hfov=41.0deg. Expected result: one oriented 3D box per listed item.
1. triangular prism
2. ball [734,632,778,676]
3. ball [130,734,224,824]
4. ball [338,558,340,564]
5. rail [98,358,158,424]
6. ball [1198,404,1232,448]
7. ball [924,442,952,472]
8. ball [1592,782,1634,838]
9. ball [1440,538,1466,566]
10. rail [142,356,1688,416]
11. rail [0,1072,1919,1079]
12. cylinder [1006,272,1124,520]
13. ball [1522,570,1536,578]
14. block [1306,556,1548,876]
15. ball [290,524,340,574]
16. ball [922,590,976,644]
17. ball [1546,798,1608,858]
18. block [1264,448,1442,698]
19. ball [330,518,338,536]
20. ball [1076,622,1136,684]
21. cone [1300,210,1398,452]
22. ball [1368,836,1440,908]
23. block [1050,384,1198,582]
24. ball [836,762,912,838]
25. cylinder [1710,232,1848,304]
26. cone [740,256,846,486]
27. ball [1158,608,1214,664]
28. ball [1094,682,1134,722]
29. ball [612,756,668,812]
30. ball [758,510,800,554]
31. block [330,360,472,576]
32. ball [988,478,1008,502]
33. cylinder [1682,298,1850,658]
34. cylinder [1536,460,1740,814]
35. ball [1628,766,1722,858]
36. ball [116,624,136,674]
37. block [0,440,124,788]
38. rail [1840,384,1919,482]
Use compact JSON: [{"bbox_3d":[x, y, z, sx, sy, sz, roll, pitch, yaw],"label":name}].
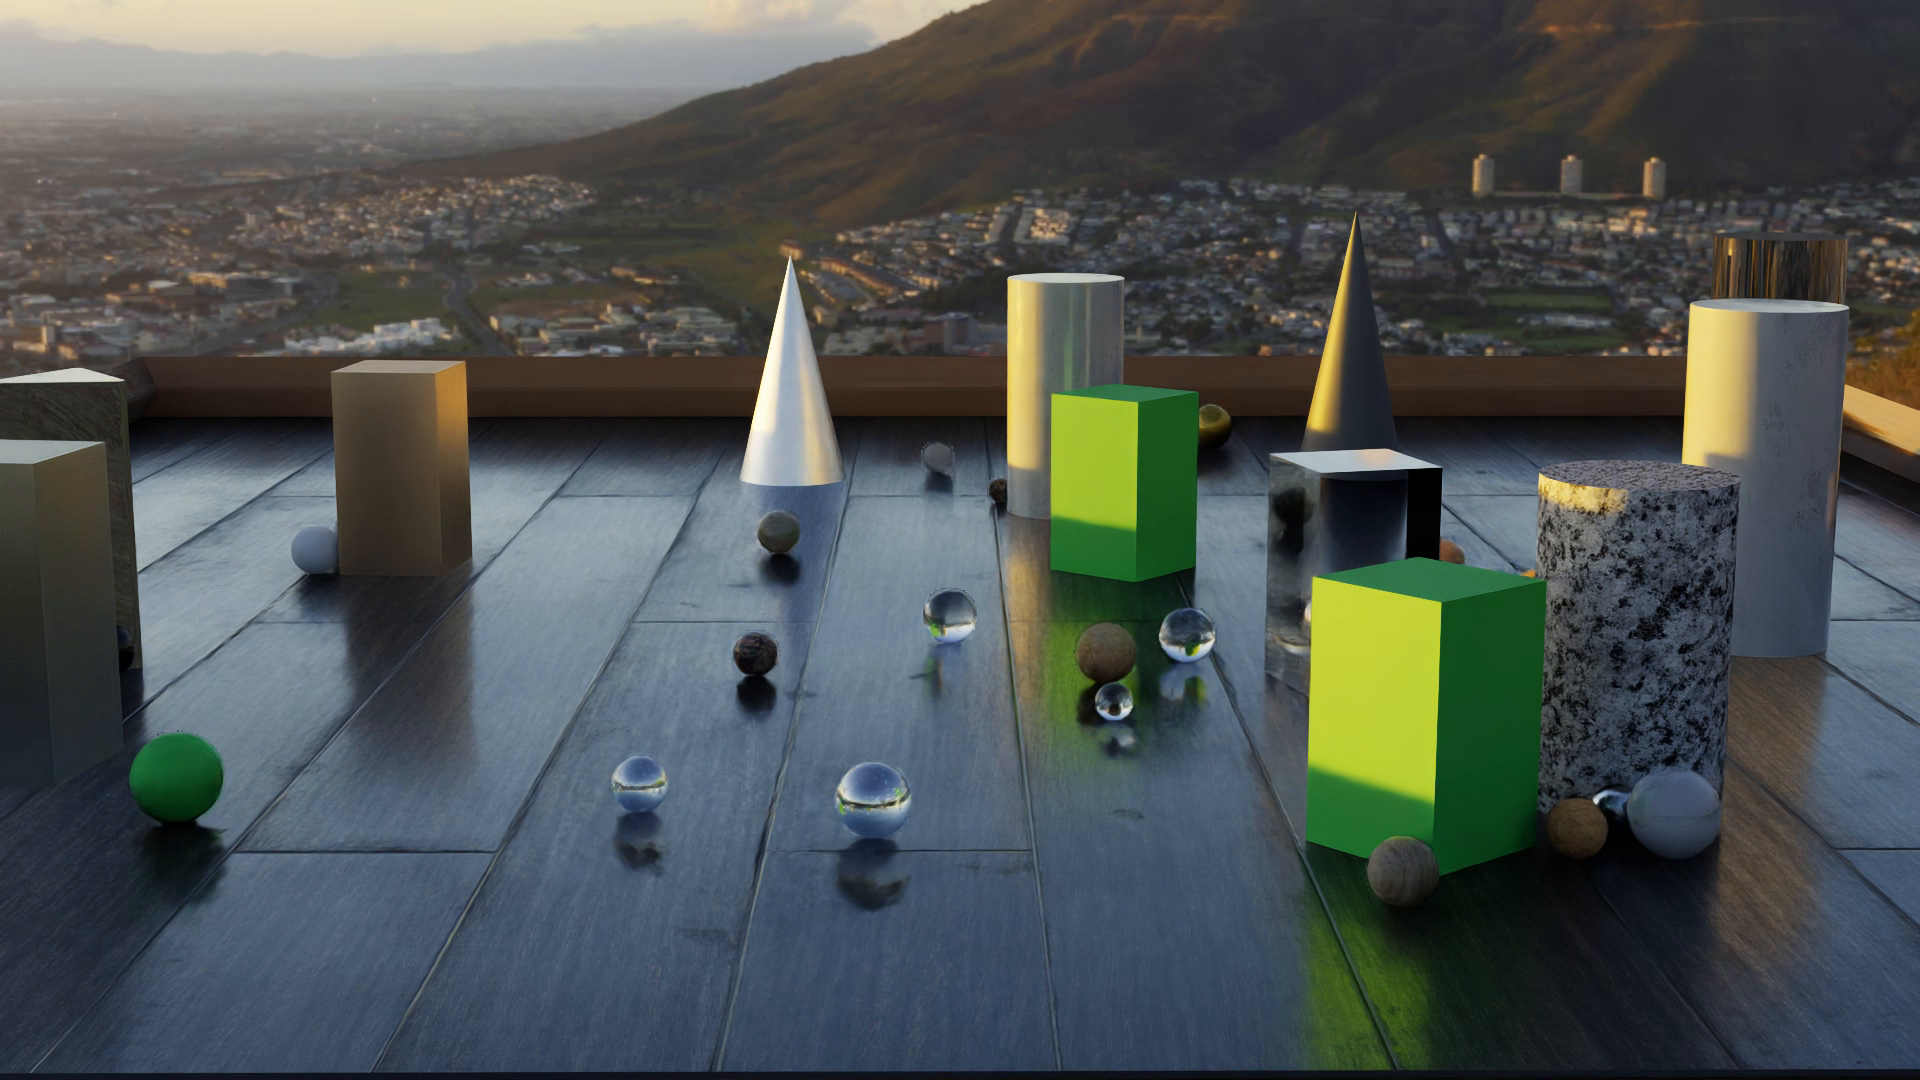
[{"bbox_3d":[-1.089,-0.028,3.155,0.164,0.351,0.142,-1,11,-7],"label":"triangular prism"},{"bbox_3d":[-0.245,0.137,3.080,0.054,0.054,0.054,0,11,0],"label":"ball"},{"bbox_3d":[-0.759,0.231,2.486,0.087,0.087,0.087,0,11,0],"label":"ball"},{"bbox_3d":[-0.907,0.014,3.771,0.043,0.043,0.043,0,11,0],"label":"ball"},{"bbox_3d":[-1.664,0.033,3.440,0.045,0.123,3.841,0,11,0],"label":"rail"},{"bbox_3d":[0.477,-0.216,4.894,0.084,0.084,0.084,0,11,0],"label":"ball"},{"bbox_3d":[-0.040,-0.148,4.611,0.053,0.053,0.053,0,11,0],"label":"ball"},{"bbox_3d":[0.625,0.257,2.438,0.052,0.052,0.052,0,11,0],"label":"ball"},{"bbox_3d":[0.672,0.033,3.591,0.071,0.071,0.071,0,11,0],"label":"ball"},{"bbox_3d":[-0.011,-0.316,5.314,3.375,0.123,0.045,0,11,0],"label":"rail"},{"bbox_3d":[0.011,0.379,1.585,3.375,0.123,0.045,0,11,0],"label":"rail"},{"bbox_3d":[0.172,-0.237,4.193,0.190,0.382,0.190,0,11,0],"label":"cylinder"},{"bbox_3d":[0.768,0.070,3.414,0.063,0.063,0.063,0,11,0],"label":"ball"},{"bbox_3d":[0.435,0.161,2.401,0.152,0.255,0.152,-9,14,-40],"label":"block"},{"bbox_3d":[-0.930,0.013,3.700,0.071,0.071,0.071,0,11,0],"label":"ball"},{"bbox_3d":[-0.013,0.098,3.250,0.069,0.069,0.069,0,11,0],"label":"ball"},{"bbox_3d":[0.571,0.267,2.376,0.057,0.057,0.057,0,11,0],"label":"ball"},{"bbox_3d":[0.463,0.037,3.033,0.152,0.266,0.152,-3,11,-15],"label":"block"},{"bbox_3d":[-0.913,-0.008,3.838,0.062,0.062,0.062,0,11,0],"label":"ball"},{"bbox_3d":[0.174,0.134,3.044,0.072,0.072,0.072,0,11,0],"label":"ball"},{"bbox_3d":[0.709,-0.363,4.627,0.190,0.469,0.190,0,11,0],"label":"cone"},{"bbox_3d":[0.387,0.289,2.239,0.062,0.062,0.062,0,11,0],"label":"ball"},{"bbox_3d":[0.238,-0.086,3.720,0.152,0.257,0.152,9,14,38],"label":"block"},{"bbox_3d":[-0.082,0.247,2.437,0.073,0.073,0.073,0,11,0],"label":"ball"},{"bbox_3d":[1.207,-0.214,3.814,0.190,0.474,0.190,0,11,0],"label":"cylinder"},{"bbox_3d":[-0.296,-0.305,4.522,0.190,0.395,0.190,0,11,0],"label":"cone"},{"bbox_3d":[0.278,0.117,3.147,0.068,0.068,0.068,0,11,0],"label":"ball"},{"bbox_3d":[0.172,0.181,2.871,0.044,0.044,0.044,0,11,0],"label":"ball"},{"bbox_3d":[-0.314,0.240,2.521,0.056,0.056,0.056,0,11,0],"label":"ball"},{"bbox_3d":[-0.272,-0.012,3.850,0.065,0.065,0.065,0,11,0],"label":"ball"},{"bbox_3d":[-0.810,-0.107,3.735,0.152,0.293,0.152,1,11,5],"label":"block"},{"bbox_3d":[0.068,-0.083,4.297,0.040,0.040,0.040,0,11,0],"label":"ball"},{"bbox_3d":[1.008,-0.082,3.234,0.190,0.428,0.190,0,11,0],"label":"cylinder"},{"bbox_3d":[0.661,0.099,2.527,0.190,0.331,0.190,0,11,0],"label":"cylinder"},{"bbox_3d":[0.662,0.252,2.376,0.085,0.085,0.085,0,11,0],"label":"ball"},{"bbox_3d":[-1.022,0.132,3.084,0.062,0.062,0.062,0,11,0],"label":"ball"},{"bbox_3d":[-0.983,0.073,2.661,0.152,0.334,0.152,2,11,8],"label":"block"},{"bbox_3d":[1.664,0.030,3.459,0.045,0.123,3.841,0,11,0],"label":"rail"}]
